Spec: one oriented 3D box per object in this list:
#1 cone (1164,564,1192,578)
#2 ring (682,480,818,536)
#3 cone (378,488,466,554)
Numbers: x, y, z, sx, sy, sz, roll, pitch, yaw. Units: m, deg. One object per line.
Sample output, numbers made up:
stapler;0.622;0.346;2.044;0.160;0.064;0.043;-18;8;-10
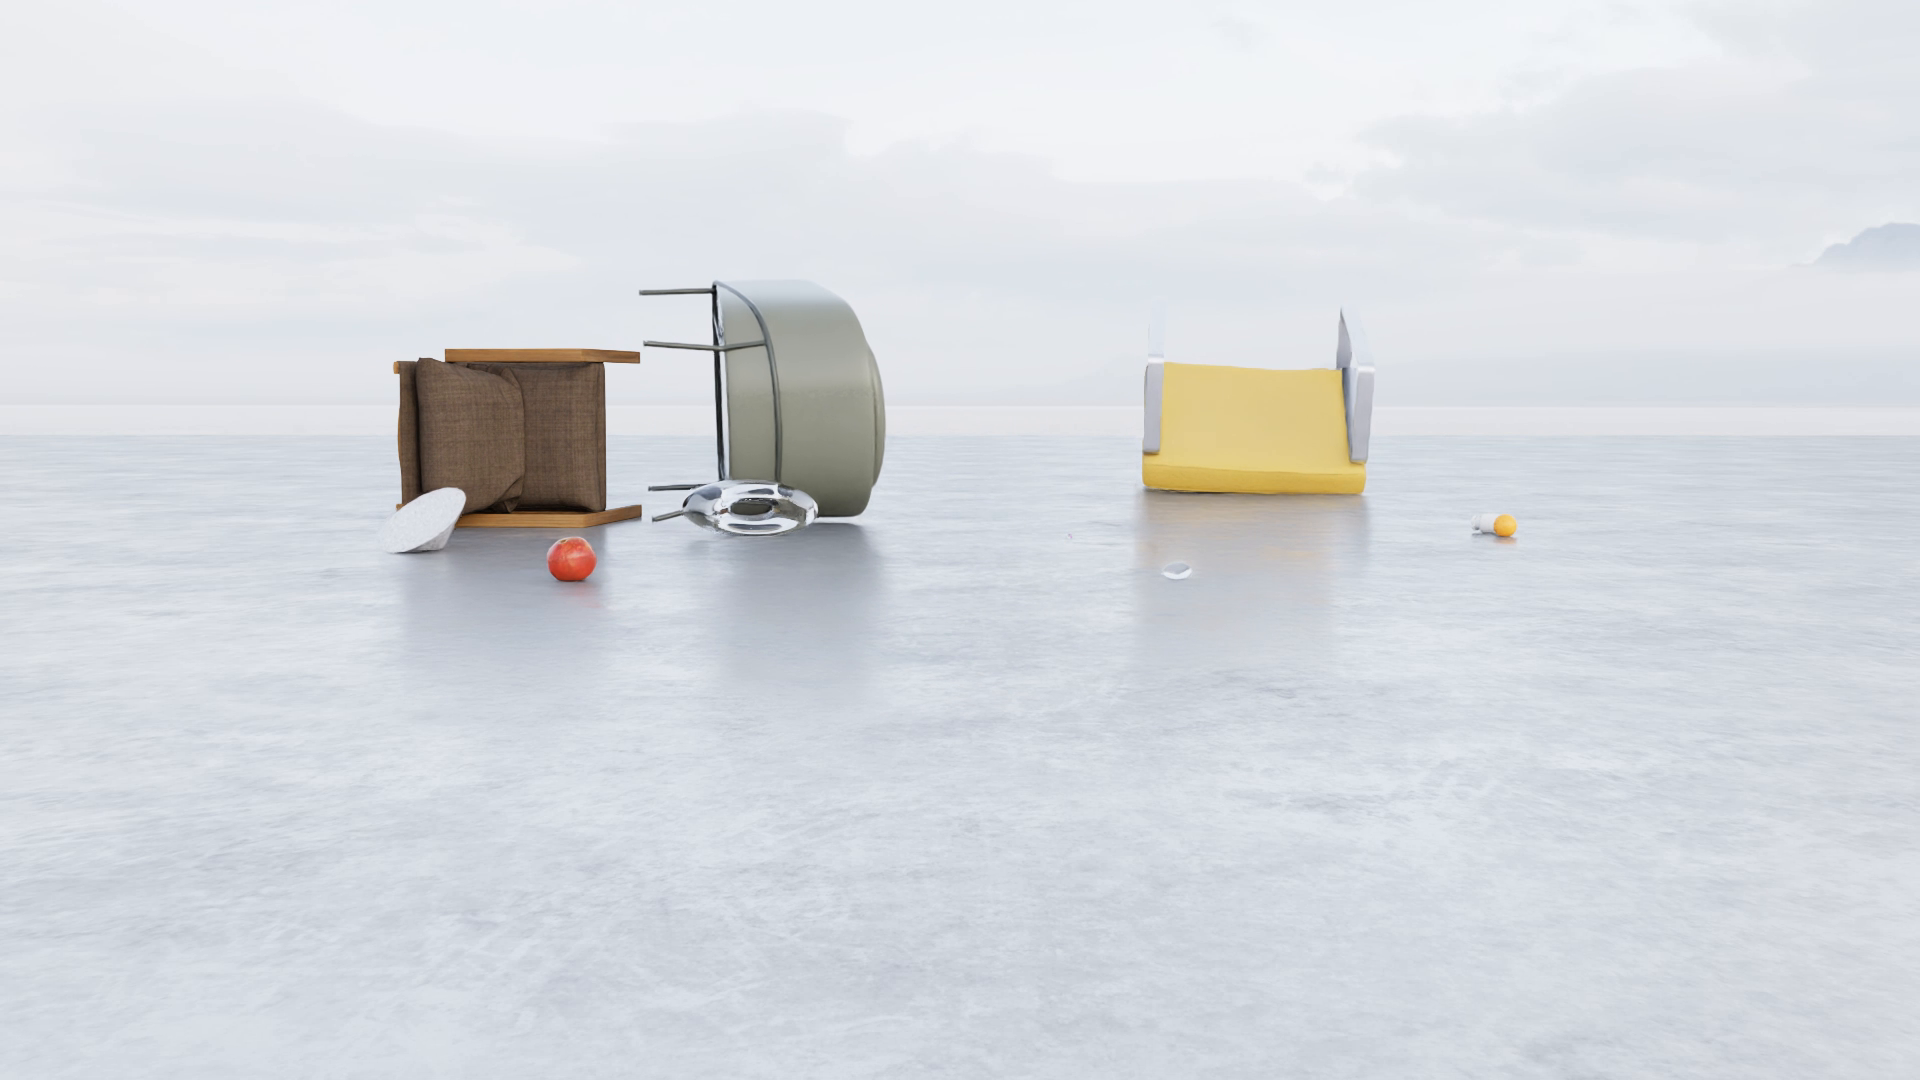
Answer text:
cone;0.519;0.082;5.229;0.067;0.045;0.029;0;-34;16
ring;-0.640;-0.097;6.723;0.420;0.173;0.153;1;15;-16
cone;-1.472;-0.015;6.129;0.276;0.109;0.303;-37;32;-15
